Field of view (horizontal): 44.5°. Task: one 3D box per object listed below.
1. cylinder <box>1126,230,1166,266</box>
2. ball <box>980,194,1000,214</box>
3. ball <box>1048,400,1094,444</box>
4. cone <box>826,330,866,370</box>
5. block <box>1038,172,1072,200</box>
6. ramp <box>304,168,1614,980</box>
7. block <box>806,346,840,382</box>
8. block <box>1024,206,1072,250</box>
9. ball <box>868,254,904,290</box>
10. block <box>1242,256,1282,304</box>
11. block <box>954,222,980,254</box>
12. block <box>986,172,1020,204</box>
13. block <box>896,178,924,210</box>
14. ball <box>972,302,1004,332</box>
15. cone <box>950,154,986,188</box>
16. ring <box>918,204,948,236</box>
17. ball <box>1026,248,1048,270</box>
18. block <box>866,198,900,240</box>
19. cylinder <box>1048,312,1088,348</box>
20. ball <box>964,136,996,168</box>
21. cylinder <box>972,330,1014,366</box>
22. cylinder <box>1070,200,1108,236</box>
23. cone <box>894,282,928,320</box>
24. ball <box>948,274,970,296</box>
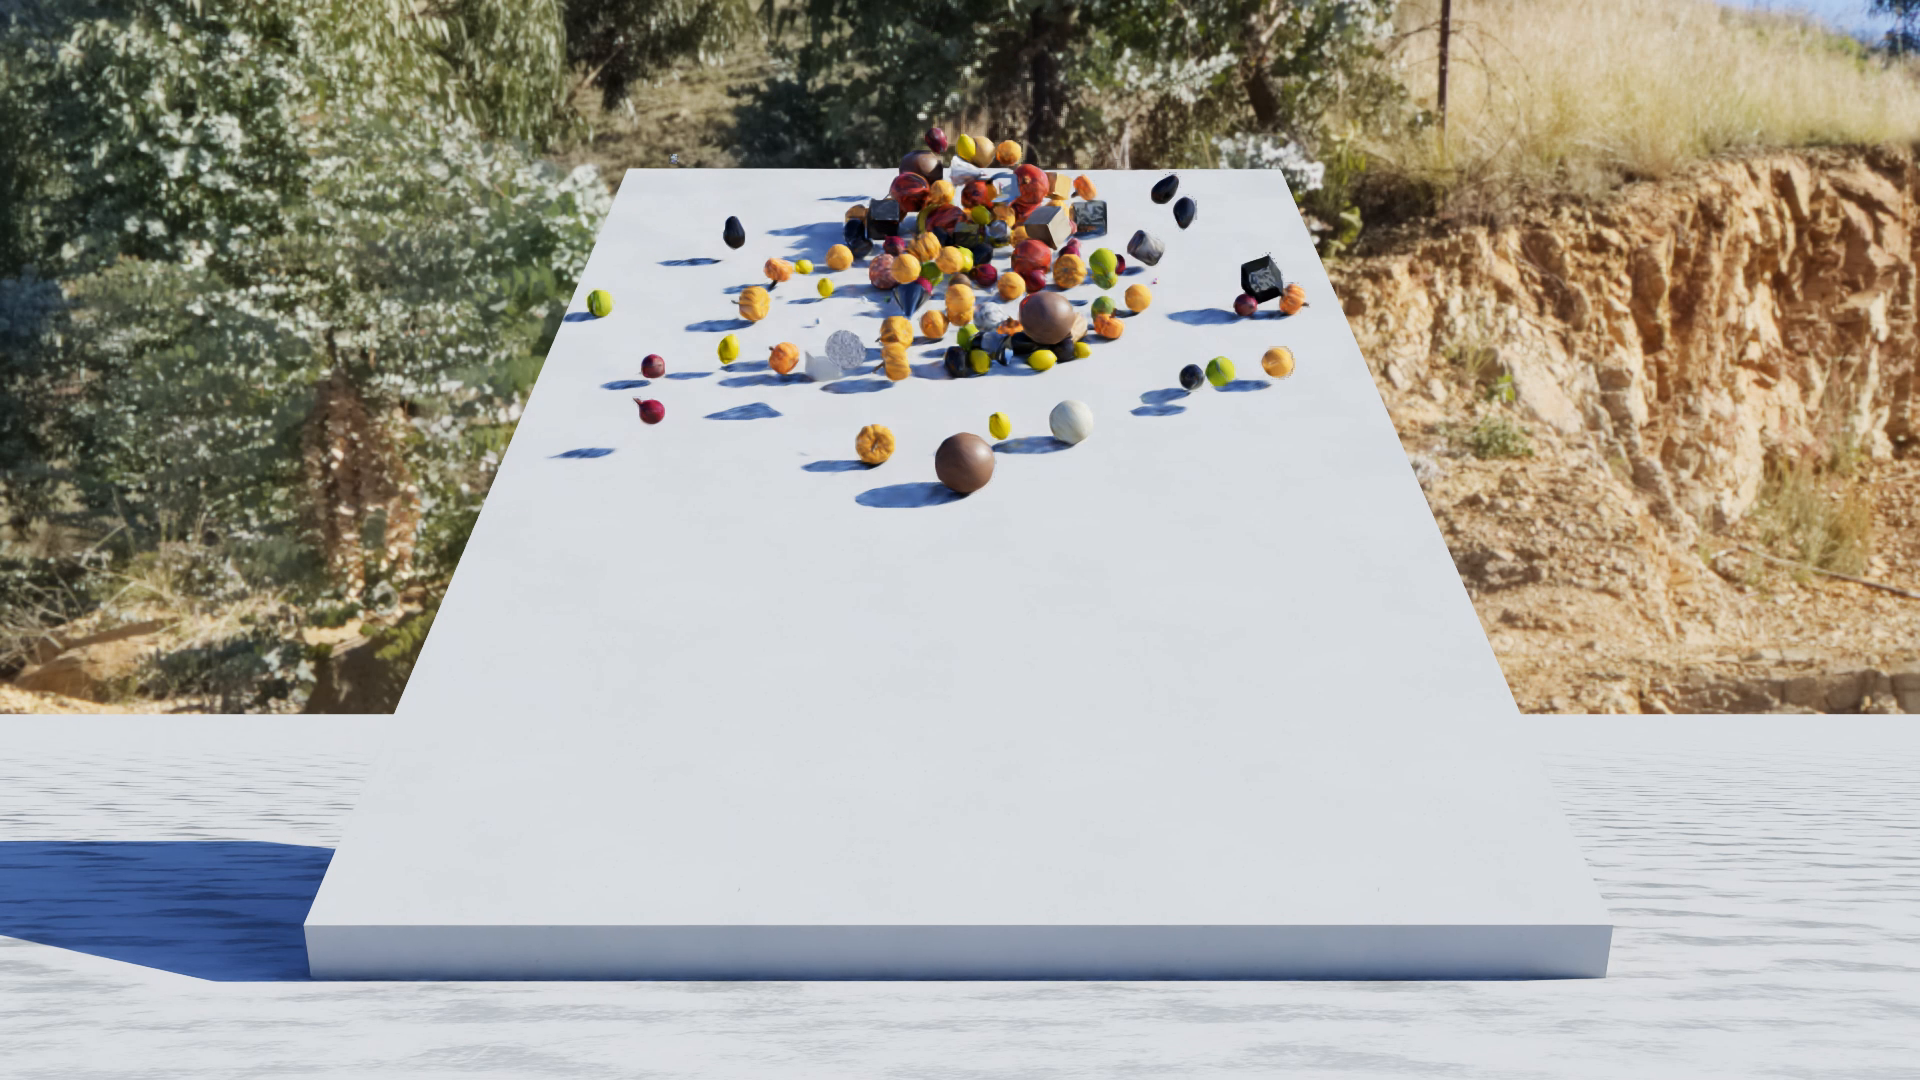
[{"bbox_3d":[0.501,-0.786,6.326,0.074,0.074,0.074,28,-14,-19],"label":"cylinder"},{"bbox_3d":[0.086,-0.971,6.787,0.054,0.054,0.054,0,-4,0],"label":"ball"},{"bbox_3d":[0.249,-0.265,5.258,0.100,0.100,0.100,0,-4,0],"label":"ball"},{"bbox_3d":[-0.249,-0.455,5.444,0.098,0.098,0.098,-2,22,21],"label":"cone"},{"bbox_3d":[0.268,-0.994,6.604,0.060,0.060,0.060,6,-6,46],"label":"block"},{"bbox_3d":[-0.009,-0.229,5.413,2.000,0.100,4.000,0,26,0],"label":"ramp"},{"bbox_3d":[-0.329,-0.422,5.622,0.065,0.065,0.065,-9,27,-19],"label":"block"},{"bbox_3d":[0.234,-0.834,6.273,0.081,0.081,0.081,8,-42,38],"label":"block"},{"bbox_3d":[-0.194,-0.704,6.181,0.095,0.095,0.095,0,-4,0],"label":"ball"},{"bbox_3d":[0.773,-0.665,6.011,0.077,0.077,0.077,-18,-41,27],"label":"block"},{"bbox_3d":[0.017,-0.820,6.386,0.061,0.061,0.061,6,32,7],"label":"block"},{"bbox_3d":[0.118,-0.969,6.469,0.064,0.064,0.064,-2,-11,-35],"label":"block"},{"bbox_3d":[-0.146,-1.000,6.796,0.058,0.058,0.058,-27,-11,-14],"label":"block"},{"bbox_3d":[0.067,-0.538,5.665,0.076,0.076,0.076,0,-4,0],"label":"ball"},{"bbox_3d":[0.032,-1.031,6.603,0.096,0.096,0.096,8,-2,16],"label":"cone"},{"bbox_3d":[-0.077,-0.900,6.617,0.091,0.091,0.030,-1,8,19],"label":"ring"},{"bbox_3d":[0.207,-0.758,6.342,0.055,0.055,0.055,0,-4,0],"label":"ball"},{"bbox_3d":[-0.212,-0.877,6.434,0.077,0.077,0.077,4,-37,-13],"label":"block"},{"bbox_3d":[0.268,-0.521,5.828,0.071,0.071,0.071,-3,18,39],"label":"cylinder"},{"bbox_3d":[0.055,-1.095,6.628,0.091,0.091,0.091,0,-4,0],"label":"ball"},{"bbox_3d":[0.080,-0.467,5.707,0.076,0.076,0.076,13,2,26],"label":"cylinder"},{"bbox_3d":[0.361,-0.906,6.606,0.094,0.094,0.094,-3,-4,-6],"label":"cylinder"},{"bbox_3d":[-0.128,-0.595,6.016,0.090,0.090,0.090,2,-38,2],"label":"cone"},{"bbox_3d":[-0.001,-0.670,6.153,0.058,0.058,0.058,0,-4,0],"label":"ball"}]
